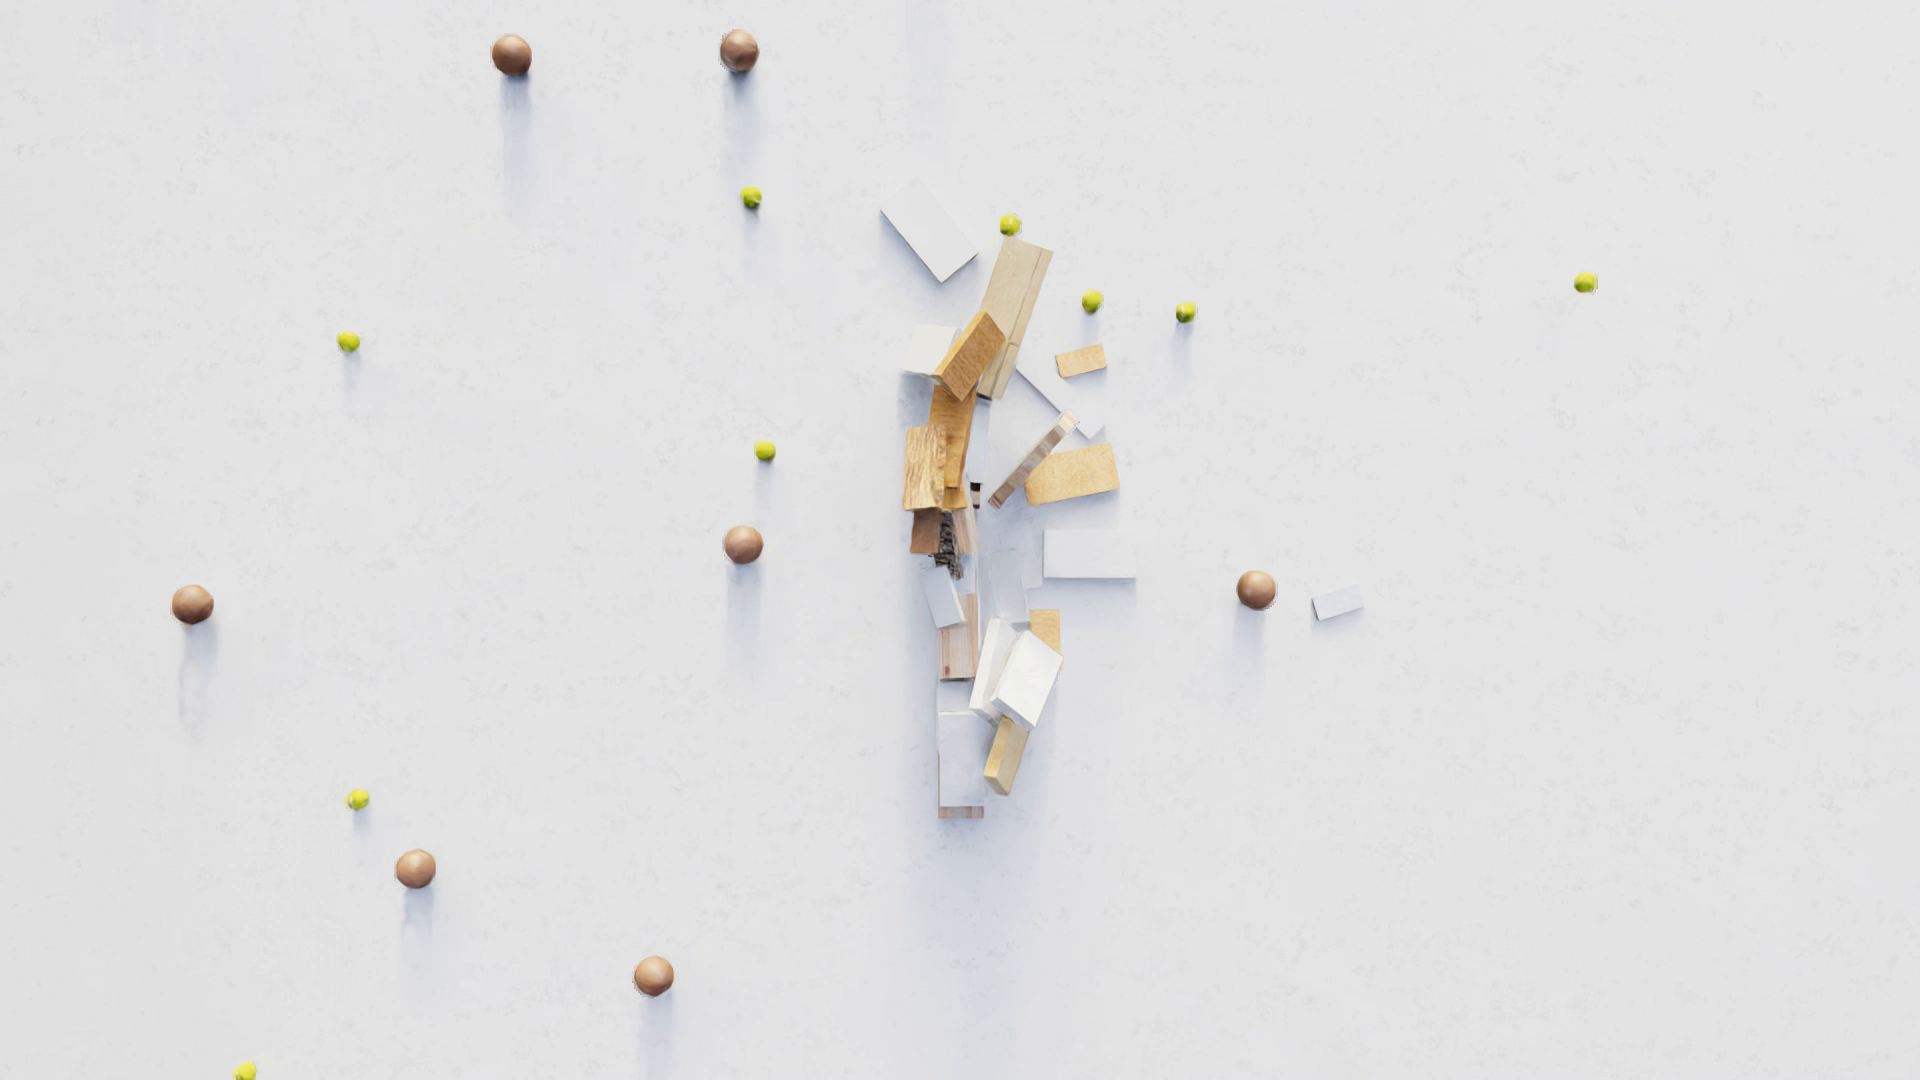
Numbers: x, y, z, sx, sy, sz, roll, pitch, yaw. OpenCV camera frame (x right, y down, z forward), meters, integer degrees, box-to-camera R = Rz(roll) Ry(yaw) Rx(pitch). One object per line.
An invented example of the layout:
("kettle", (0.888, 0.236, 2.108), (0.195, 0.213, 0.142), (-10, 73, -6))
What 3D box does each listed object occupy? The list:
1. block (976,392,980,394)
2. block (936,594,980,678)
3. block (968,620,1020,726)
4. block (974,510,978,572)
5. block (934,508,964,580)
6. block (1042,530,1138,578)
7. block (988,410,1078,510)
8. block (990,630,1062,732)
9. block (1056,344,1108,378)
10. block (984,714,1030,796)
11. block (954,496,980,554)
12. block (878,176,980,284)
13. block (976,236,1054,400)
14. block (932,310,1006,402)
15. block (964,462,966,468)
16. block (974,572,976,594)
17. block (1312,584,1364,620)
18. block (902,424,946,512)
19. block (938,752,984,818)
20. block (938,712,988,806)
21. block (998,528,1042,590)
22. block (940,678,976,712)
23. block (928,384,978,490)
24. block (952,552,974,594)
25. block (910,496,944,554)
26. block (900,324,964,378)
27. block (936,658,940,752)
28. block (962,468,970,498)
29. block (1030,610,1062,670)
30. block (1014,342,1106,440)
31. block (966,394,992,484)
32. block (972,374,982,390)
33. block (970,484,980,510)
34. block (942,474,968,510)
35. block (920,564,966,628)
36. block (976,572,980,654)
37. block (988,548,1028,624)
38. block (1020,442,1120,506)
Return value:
("block", (0.007, -0.479, 5.449), (0.146, 0.041, 0.292), (2, 78, 0))
("block", (-0.007, 0.311, 5.354), (0.135, 0.038, 0.269), (-2, 95, 0))
("block", (0.122, 0.433, 5.369), (0.044, 0.157, 0.313), (-4, 61, 35))
("block", (0.000, -0.008, 5.449), (0.115, 0.033, 0.230), (1, 72, 0))
("block", (-0.047, 0.012, 5.268), (0.093, 0.026, 0.232), (11, 119, 41))
("block", (0.432, 0.047, 5.478), (0.310, 0.044, 0.155), (0, 90, 0))
("block", (0.233, -0.258, 5.342), (0.044, 0.155, 0.365), (41, 116, -2))
("block", (0.217, 0.451, 5.328), (0.157, 0.313, 0.044), (39, 134, -12))
("block", (0.404, -0.595, 5.489), (0.159, 0.023, 0.080), (-14, 90, 0))
("block", (0.163, 0.655, 5.345), (0.044, 0.157, 0.313), (8, 62, 24))
("block", (0.007, -0.045, 5.294), (0.088, 0.025, 0.176), (-9, 93, 1))
("block", (-0.103, -1.028, 5.477), (0.162, 0.046, 0.325), (-39, 90, 0))
("block", (0.140, -0.716, 5.329), (0.162, 0.046, 0.504), (19, 94, 2))
("block", (0.031, -0.580, 5.207), (0.264, 0.037, 0.132), (-55, 133, -15))
("block", (-0.020, -0.240, 5.333), (0.078, 0.022, 0.336), (-4, 93, 1))
("block", (-0.003, 0.153, 5.430), (0.115, 0.033, 0.229), (-1, 71, 0))
("block", (1.258, 0.206, 5.489), (0.159, 0.023, 0.080), (-18, 90, 0))
("block", (-0.112, -0.228, 5.217), (0.132, 0.037, 0.264), (-4, 78, 37))
("block", (0.004, 0.769, 5.478), (0.153, 0.043, 0.305), (0, 90, 0))
("block", (0.010, 0.714, 5.379), (0.153, 0.043, 0.305), (-1, 97, 0))
("block", (0.200, 0.067, 5.486), (0.099, 0.028, 0.199), (-14, 90, 0))
("block", (-0.002, 0.431, 5.429), (0.135, 0.038, 0.269), (0, 78, 0))
("block", (-0.040, -0.330, 5.257), (0.132, 0.037, 0.321), (8, 85, 19))
("block", (-0.009, 0.088, 5.382), (0.115, 0.033, 0.230), (0, 89, 0))
("block", (-0.104, -0.051, 5.218), (0.093, 0.026, 0.186), (0, 81, 40))
("block", (-0.085, -0.610, 5.343), (0.046, 0.325, 0.162), (21, 90, -25))
("block", (-0.001, 0.545, 5.449), (0.153, 0.043, 0.305), (0, 79, 0))
("block", (-0.012, -0.146, 5.314), (0.088, 0.025, 0.176), (0, 93, 1))
("block", (0.283, 0.331, 5.486), (0.099, 0.028, 0.199), (-2, 90, 0))
("block", (0.282, -0.533, 5.489), (0.492, 0.023, 0.080), (44, 90, 0))
("block", (0.019, -0.333, 5.378), (0.146, 0.041, 0.292), (5, 86, 0))
("block", (0.008, -0.476, 5.320), (0.078, 0.022, 0.157), (22, 115, 1))
("block", (-0.002, -0.248, 5.431), (0.146, 0.041, 0.292), (3, 70, 0))
("block", (-0.033, -0.181, 5.268), (0.088, 0.025, 0.176), (-11, 78, 16))
("block", (-0.058, 0.181, 5.294), (0.093, 0.026, 0.186), (-17, 93, 26))
("block", (0.000, 0.238, 5.439), (0.135, 0.038, 0.269), (0, 71, 0))
("block", (0.160, 0.156, 5.459), (0.099, 0.028, 0.240), (-9, 91, 9))
("block", (0.365, -0.217, 5.478), (0.310, 0.044, 0.155), (-11, 90, 0))
